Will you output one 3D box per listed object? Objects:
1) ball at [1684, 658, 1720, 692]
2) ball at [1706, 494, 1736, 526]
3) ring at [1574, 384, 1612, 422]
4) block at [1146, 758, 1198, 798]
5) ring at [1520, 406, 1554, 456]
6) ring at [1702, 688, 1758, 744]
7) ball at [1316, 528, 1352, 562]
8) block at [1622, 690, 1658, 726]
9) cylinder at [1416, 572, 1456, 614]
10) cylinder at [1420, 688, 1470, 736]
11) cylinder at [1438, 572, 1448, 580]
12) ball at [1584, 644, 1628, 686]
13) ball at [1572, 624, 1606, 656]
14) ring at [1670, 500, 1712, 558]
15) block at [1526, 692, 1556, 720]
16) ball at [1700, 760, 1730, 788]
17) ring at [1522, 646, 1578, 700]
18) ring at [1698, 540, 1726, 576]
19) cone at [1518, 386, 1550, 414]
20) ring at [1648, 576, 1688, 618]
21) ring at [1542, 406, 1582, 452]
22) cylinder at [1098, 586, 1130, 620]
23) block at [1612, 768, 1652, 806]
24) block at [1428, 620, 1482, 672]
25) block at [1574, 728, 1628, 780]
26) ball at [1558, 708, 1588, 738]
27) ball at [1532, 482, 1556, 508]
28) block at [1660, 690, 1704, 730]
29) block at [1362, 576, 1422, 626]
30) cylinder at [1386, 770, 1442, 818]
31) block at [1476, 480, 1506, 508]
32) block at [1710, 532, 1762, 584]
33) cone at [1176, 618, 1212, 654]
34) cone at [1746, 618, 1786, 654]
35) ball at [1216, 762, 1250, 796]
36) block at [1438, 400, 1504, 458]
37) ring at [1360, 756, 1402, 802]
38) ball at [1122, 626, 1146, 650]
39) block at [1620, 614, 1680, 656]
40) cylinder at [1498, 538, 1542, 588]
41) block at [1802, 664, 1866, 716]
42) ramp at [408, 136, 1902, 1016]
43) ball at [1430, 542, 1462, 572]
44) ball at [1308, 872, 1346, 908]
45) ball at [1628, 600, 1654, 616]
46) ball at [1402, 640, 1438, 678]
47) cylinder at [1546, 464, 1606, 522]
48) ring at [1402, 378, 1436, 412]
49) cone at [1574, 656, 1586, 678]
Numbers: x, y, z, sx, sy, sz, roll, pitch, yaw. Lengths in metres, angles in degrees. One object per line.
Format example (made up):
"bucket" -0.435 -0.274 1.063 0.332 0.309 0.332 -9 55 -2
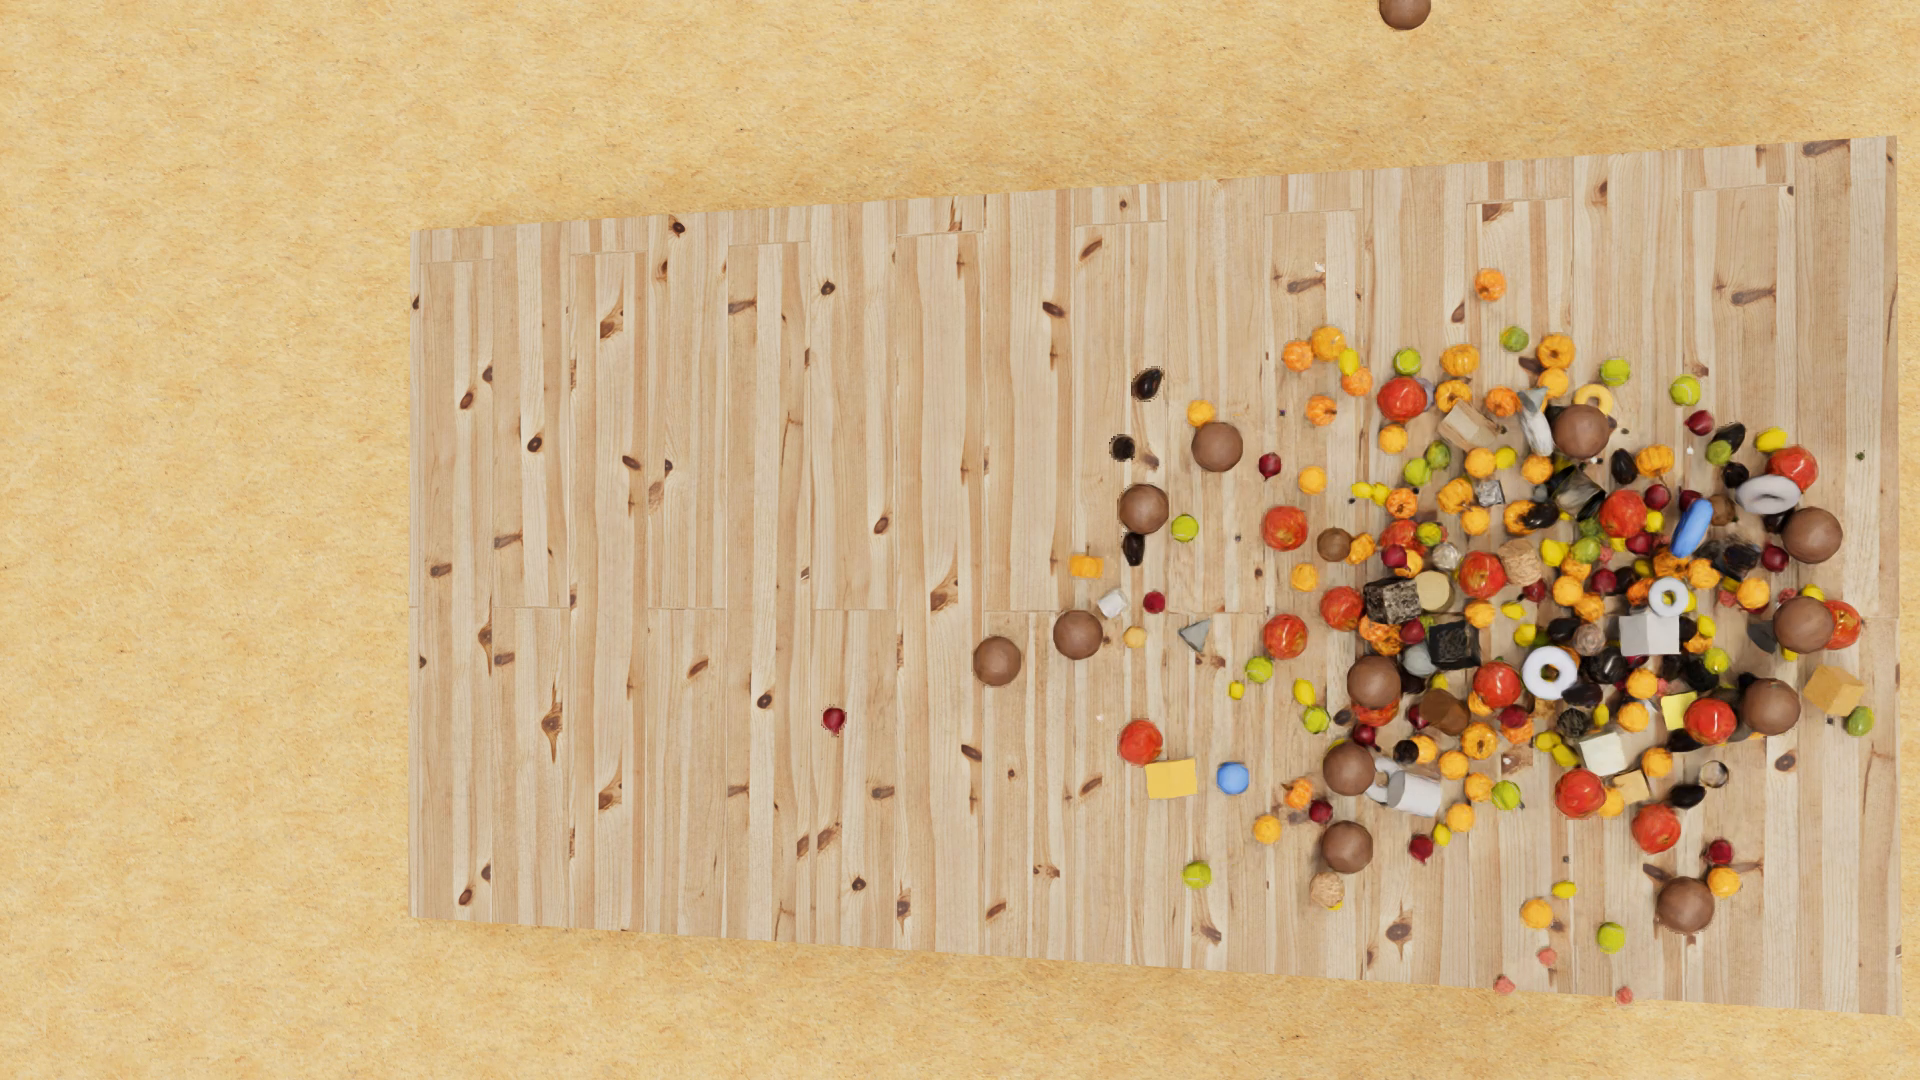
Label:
"ball" 1.723 0.314 5.107 0.077 0.077 0.077 0 89 0
"ball" 1.755 -0.069 5.086 0.075 0.075 0.075 0 89 0
"ring" 1.504 -0.326 5.224 0.092 0.031 0.092 0 91 21
"block" 0.532 0.600 5.533 0.087 0.087 0.087 -3 86 -41
"ring" 1.358 -0.258 5.177 0.044 0.131 0.131 -21 89 4
"ring" 1.766 0.404 5.048 0.129 0.043 0.129 3 95 38
"ball" 0.897 0.012 5.273 0.086 0.086 0.086 0 89 0
"block" 1.596 0.393 5.163 0.058 0.058 0.058 -41 76 18
"cylinder" 1.131 0.127 5.258 0.093 0.093 0.093 -4 80 20
"cylinder" 1.167 0.415 5.292 0.088 0.088 0.088 33 89 -37
"cylinder" 1.156 0.107 5.336 0.055 0.055 0.055 0 89 0
"ball" 1.507 0.291 5.127 0.096 0.096 0.096 0 89 0
"ball" 1.452 0.231 5.075 0.077 0.077 0.077 0 89 0
"ring" 1.657 -0.026 4.985 0.048 0.145 0.145 27 89 9
"block" 1.382 0.391 5.231 0.051 0.051 0.051 7 59 -5
"ball" 1.719 0.534 5.008 0.065 0.065 0.065 0 89 0
"ring" 1.373 0.309 5.119 0.128 0.043 0.128 -1 77 5
"ring" 1.762 0.043 5.119 0.087 0.029 0.087 4 98 26
"cone" 1.345 -0.339 5.108 0.067 0.067 0.067 -38 89 -6
"ring" 1.604 0.130 4.978 0.094 0.031 0.094 5 98 38
"ring" 1.422 -0.264 5.234 0.112 0.037 0.112 -5 78 24
"cylinder" 0.394 0.162 5.622 0.060 0.060 0.060 -37 89 17
"block" 1.579 0.578 5.163 0.068 0.068 0.068 -21 82 20
"block" 1.179 0.253 5.234 0.090 0.090 0.090 -12 68 31
"block" 1.489 0.497 5.115 0.088 0.088 0.088 -17 88 5
"ball" 1.441 0.431 5.167 0.070 0.070 0.070 0 89 0
"ball" 1.397 -0.107 5.245 0.061 0.061 0.061 0 89 0
"block" 1.682 0.396 5.121 0.077 0.077 0.077 -13 85 22
"block" 1.026 0.143 5.224 0.092 0.092 0.092 -14 98 -18
"cylinder" 1.097 0.614 5.310 0.097 0.097 0.097 17 89 -11
"block" 1.277 -0.111 5.294 0.054 0.054 0.054 -14 84 20
"block" 1.781 0.040 5.045 0.077 0.077 0.077 30 114 17
"cone" 0.606 0.226 5.541 0.087 0.087 0.087 44 86 1
"cone" 1.877 0.203 5.072 0.083 0.083 0.083 -37 89 -13
"ball" 0.682 0.596 5.494 0.083 0.083 0.083 0 89 0
"block" 1.225 -0.266 5.280 0.091 0.091 0.091 -55 50 13
"ring" 1.034 0.587 5.387 0.111 0.037 0.111 0 89 22
"ball" 0.445 0.249 5.601 0.060 0.060 0.060 0 89 0
"block" 1.583 0.218 5.049 0.092 0.092 0.092 1 85 -24
"cylinder" 1.322 0.054 5.191 0.082 0.082 0.082 -26 116 0
"block" 1.979 0.340 4.979 0.080 0.080 0.080 7 118 -31
"ramp" 0.282 0.088 5.751 4.000 0.100 2.000 0 89 21
"ball" 1.162 0.040 5.260 0.073 0.073 0.073 0 89 0
"ball" 0.888 0.846 5.321 0.088 0.088 0.088 0 89 0
"ball" 1.599 0.172 5.165 0.060 0.060 0.060 0 89 0
"ball" 1.114 0.286 5.309 0.091 0.091 0.091 0 89 0
"cylinder" 1.445 -0.110 5.157 0.096 0.096 0.096 -42 61 -1
"ring" 1.120 -0.353 5.369 0.086 0.029 0.086 0 91 25
"cone" 1.483 0.290 5.227 0.053 0.053 0.053 -37 89 -10
